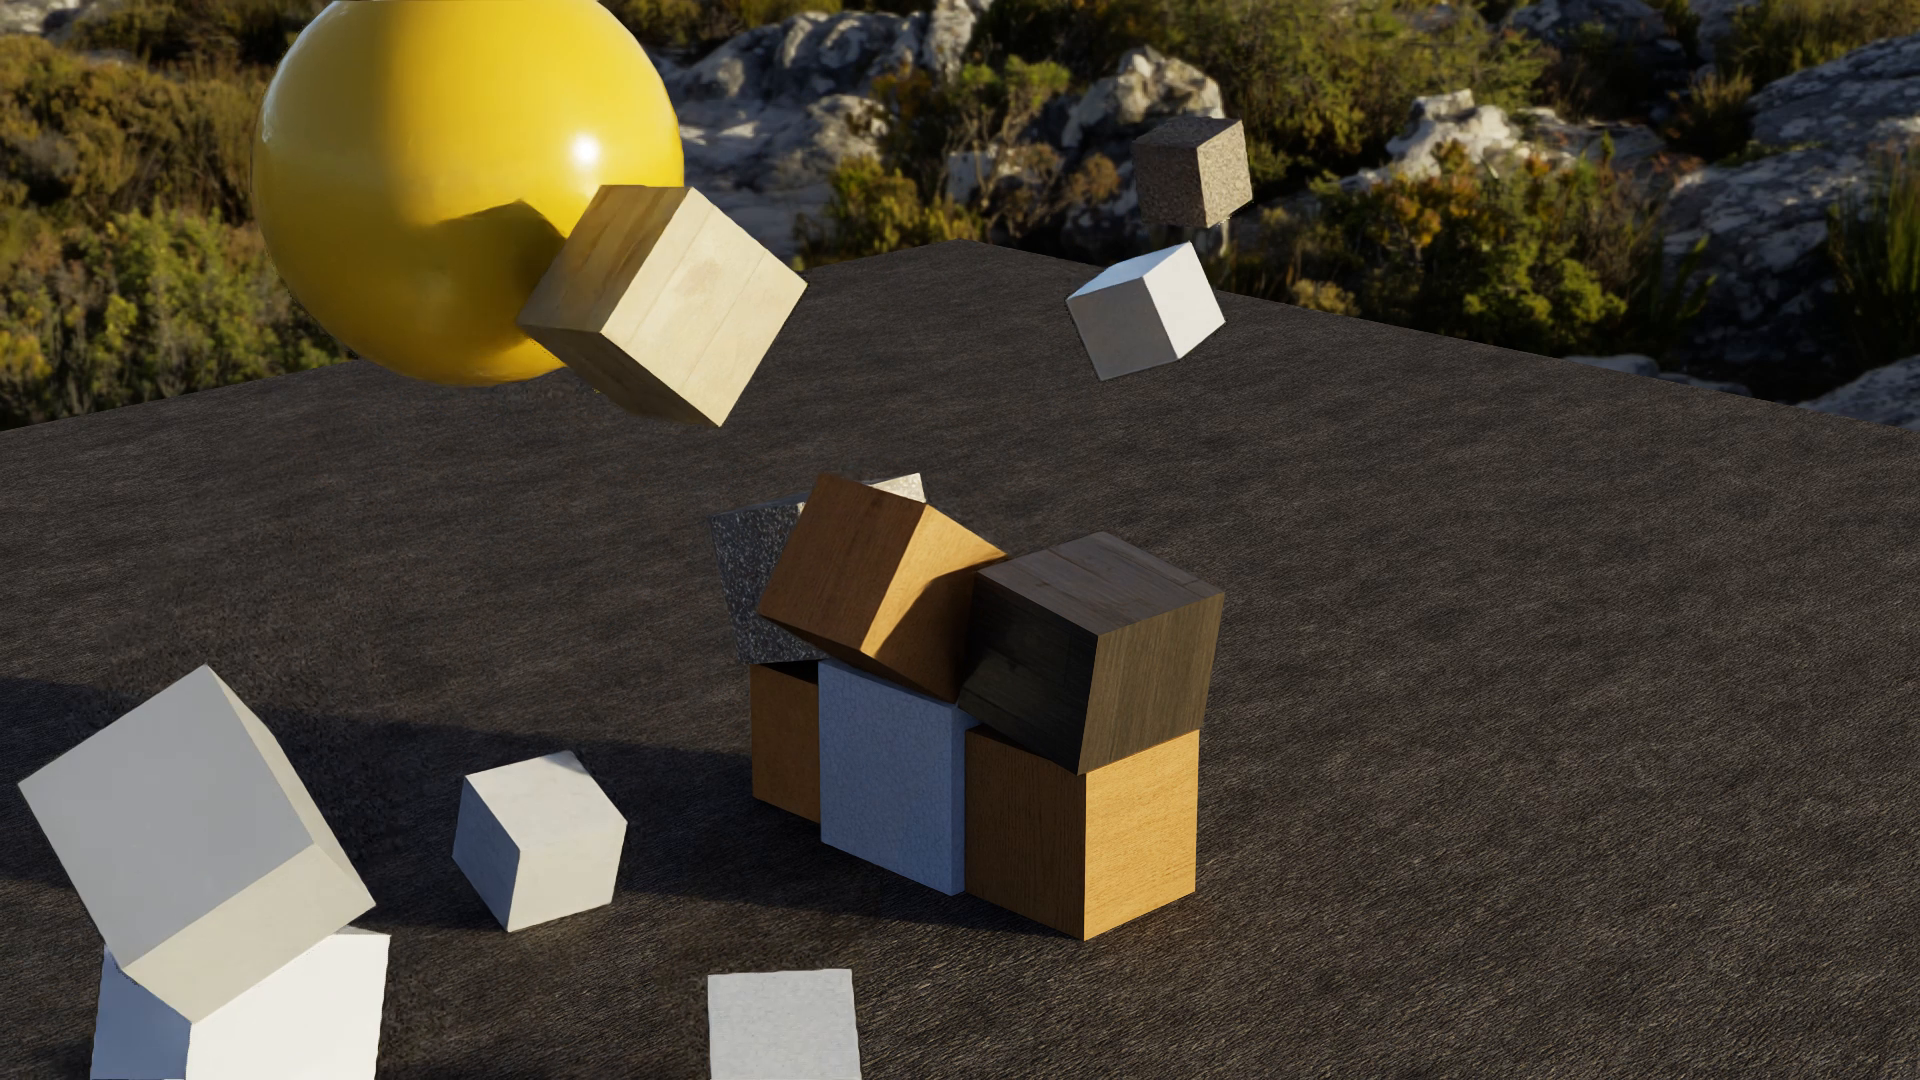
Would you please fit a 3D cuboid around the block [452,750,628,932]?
[{"bbox_3d":[-1.873,1.334,13.039,0.527,0.481,0.527,-13,42,-35],"label":"block"}]

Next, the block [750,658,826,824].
[{"bbox_3d":[-0.579,0.924,14.232,0.633,0.704,0.596,17,24,42],"label":"block"}]

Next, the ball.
[{"bbox_3d":[-1.833,-1.372,10.989,1.600,1.600,1.600,0,17,0],"label":"ball"}]

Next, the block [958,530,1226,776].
[{"bbox_3d":[0.574,0.483,12.892,0.825,0.670,0.729,-17,34,-43],"label":"block"}]

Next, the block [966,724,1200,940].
[{"bbox_3d":[0.544,1.218,13.163,0.739,0.783,0.732,-17,24,-42],"label":"block"}]

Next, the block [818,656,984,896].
[{"bbox_3d":[-0.021,0.987,13.702,0.921,0.900,0.874,-17,24,-42],"label":"block"}]

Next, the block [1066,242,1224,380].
[{"bbox_3d":[0.779,-0.963,12.326,0.416,0.378,0.411,-13,17,40],"label":"block"}]

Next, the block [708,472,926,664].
[{"bbox_3d":[-0.626,0.141,14.003,0.736,0.730,0.740,-15,5,-39],"label":"block"}]

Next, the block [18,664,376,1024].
[{"bbox_3d":[-2.506,1.008,9.675,0.708,0.670,0.760,-34,67,-8],"label":"block"}]

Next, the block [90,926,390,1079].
[{"bbox_3d":[-2.626,1.762,10.676,0.645,0.741,0.781,3,-4,45],"label":"block"}]

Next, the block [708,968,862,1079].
[{"bbox_3d":[-0.656,1.990,10.877,0.536,0.532,0.559,-2,36,-6],"label":"block"}]

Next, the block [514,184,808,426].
[{"bbox_3d":[-1.023,-0.805,9.995,0.556,0.584,0.631,39,-16,-32],"label":"block"}]

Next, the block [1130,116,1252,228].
[{"bbox_3d":[0.975,-1.554,12.353,0.338,0.354,0.347,10,32,38],"label":"block"}]

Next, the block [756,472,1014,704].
[{"bbox_3d":[-0.322,0.211,13.066,0.698,0.697,0.684,17,-10,44],"label":"block"}]
